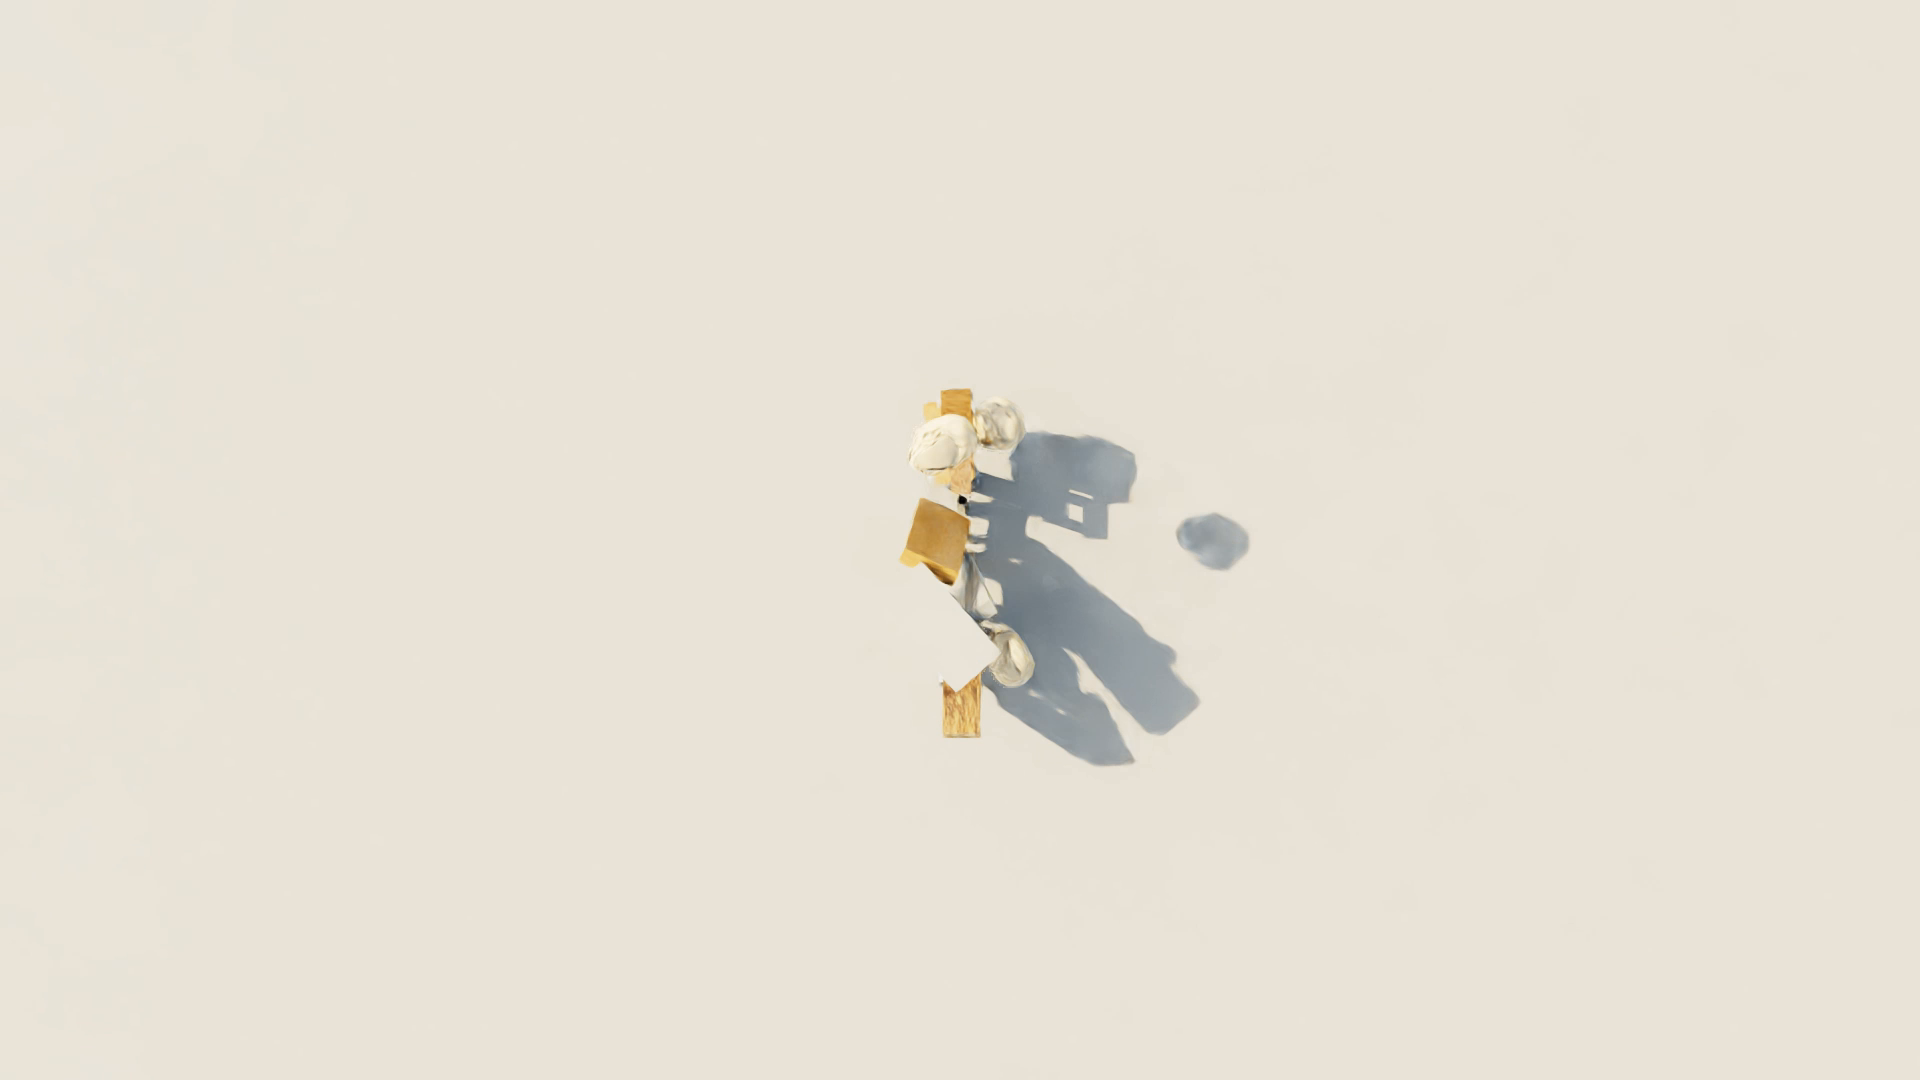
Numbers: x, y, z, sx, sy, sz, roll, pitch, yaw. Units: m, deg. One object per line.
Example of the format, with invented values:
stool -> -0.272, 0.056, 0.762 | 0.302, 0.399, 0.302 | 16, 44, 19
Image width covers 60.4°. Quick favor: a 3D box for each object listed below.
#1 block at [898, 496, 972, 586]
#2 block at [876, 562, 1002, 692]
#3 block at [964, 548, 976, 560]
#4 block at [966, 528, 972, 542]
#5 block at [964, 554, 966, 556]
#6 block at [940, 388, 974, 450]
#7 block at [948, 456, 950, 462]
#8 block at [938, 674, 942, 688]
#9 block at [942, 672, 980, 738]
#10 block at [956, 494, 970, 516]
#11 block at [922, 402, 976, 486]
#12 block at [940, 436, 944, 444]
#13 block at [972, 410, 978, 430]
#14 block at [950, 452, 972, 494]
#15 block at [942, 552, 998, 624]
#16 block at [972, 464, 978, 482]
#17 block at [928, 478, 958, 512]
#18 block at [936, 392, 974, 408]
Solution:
block -> -0.074, 0.001, 5.084 | 0.178, 0.398, 0.050 | 25, 114, -6
block -> -0.061, 0.256, 4.863 | 0.178, 0.050, 0.356 | -41, 88, 0
block -> -0.018, 0.054, 5.381 | 0.113, 0.225, 0.032 | -10, 86, 7
block -> -0.012, -0.032, 5.401 | 0.095, 0.189, 0.027 | 2, 73, 6
block -> -0.033, 0.118, 5.252 | 0.112, 0.032, 0.225 | -7, 89, 7
block -> -0.009, -0.366, 4.986 | 0.090, 0.026, 0.180 | -4, 101, -3
block -> -0.001, -0.254, 5.129 | 0.065, 0.131, 0.018 | -2, 93, -1
block -> -0.009, 0.347, 5.202 | 0.116, 0.033, 0.232 | -4, 62, 6
block -> 0.005, 0.494, 5.062 | 0.116, 0.033, 0.232 | -1, 58, 2
block -> -0.020, -0.128, 5.399 | 0.095, 0.189, 0.027 | 28, 82, 7
block -> -0.034, -0.311, 5.216 | 0.130, 0.037, 0.259 | -9, 91, 4
block -> -0.012, -0.313, 5.102 | 0.090, 0.180, 0.025 | -5, 92, -2
block -> -0.012, -0.388, 5.365 | 0.130, 0.259, 0.037 | 0, 88, 4
block -> 0.002, -0.206, 5.056 | 0.065, 0.018, 0.131 | -2, 92, -1
block -> -0.005, 0.174, 5.059 | 0.178, 0.356, 0.050 | -31, 114, 3
block -> -0.010, -0.216, 5.366 | 0.130, 0.259, 0.037 | -1, 88, 3
block -> -0.057, -0.101, 5.290 | 0.095, 0.027, 0.189 | 6, 95, 2
block -> -0.016, -0.432, 5.091 | 0.090, 0.180, 0.026 | -8, 92, -8
